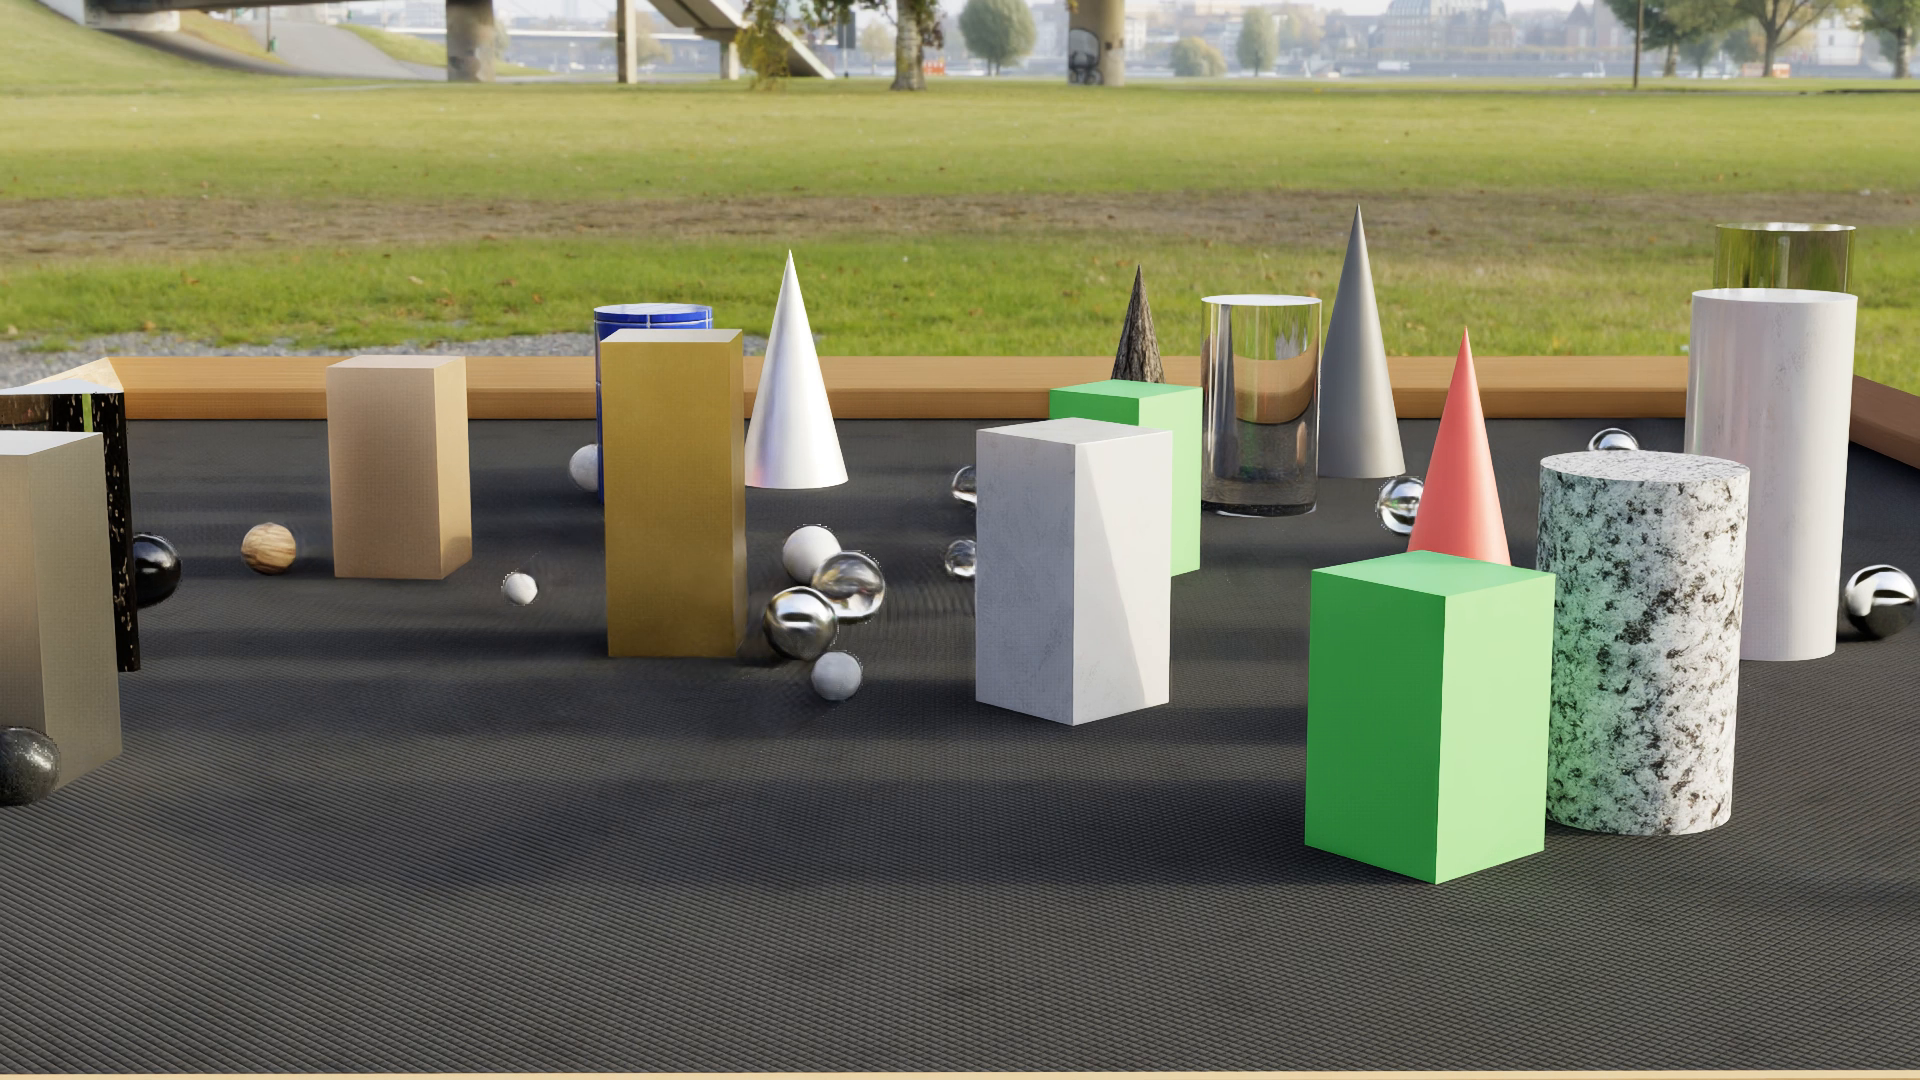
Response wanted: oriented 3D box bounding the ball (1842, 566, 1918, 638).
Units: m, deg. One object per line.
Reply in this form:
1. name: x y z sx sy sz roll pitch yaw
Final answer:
1. ball: 1.184 0.079 3.303 0.093 0.093 0.093 0 10 0

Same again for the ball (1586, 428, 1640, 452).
1. ball: 1.154 -0.150 4.533 0.095 0.095 0.095 0 10 0

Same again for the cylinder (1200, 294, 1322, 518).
1. cylinder: 0.496 -0.225 4.249 0.197 0.346 0.197 0 10 0

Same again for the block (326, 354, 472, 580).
1. block: -0.814 -0.109 3.735 0.158 0.304 0.158 1 11 5

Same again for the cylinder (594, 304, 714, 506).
1. cylinder: -0.511 -0.225 4.305 0.197 0.326 0.197 0 10 0

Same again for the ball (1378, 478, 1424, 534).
1. ball: 0.701 -0.054 4.034 0.089 0.089 0.089 0 10 0

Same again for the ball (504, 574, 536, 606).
1. ball: -0.600 0.067 3.500 0.044 0.044 0.044 0 10 0

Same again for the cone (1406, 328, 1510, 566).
1. cone: 0.549 -0.013 2.825 0.197 0.448 0.197 0 10 0

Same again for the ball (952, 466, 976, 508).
1. ball: 0.022 -0.089 4.274 0.070 0.070 0.070 0 10 0

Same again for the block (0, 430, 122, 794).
1. block: -0.988 0.070 2.656 0.158 0.346 0.158 2 11 8

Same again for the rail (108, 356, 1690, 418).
1. rail: -0.011 -0.314 5.323 3.521 0.128 0.045 0 10 0

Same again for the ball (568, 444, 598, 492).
1. ball: -0.635 -0.124 4.429 0.081 0.081 0.081 0 10 0

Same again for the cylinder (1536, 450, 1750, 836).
1. cylinder: 0.664 0.096 2.521 0.197 0.343 0.197 0 10 0

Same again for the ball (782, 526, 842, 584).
1. ball: -0.210 0.022 3.637 0.083 0.083 0.083 0 10 0

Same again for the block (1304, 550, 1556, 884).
1. block: 0.437 0.160 2.395 0.158 0.265 0.158 -9 14 -40

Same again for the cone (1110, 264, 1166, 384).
1. cone: 0.282 -0.231 4.073 0.197 0.422 0.197 0 10 0

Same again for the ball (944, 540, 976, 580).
1. ball: 0.008 0.029 3.667 0.059 0.059 0.059 0 10 0

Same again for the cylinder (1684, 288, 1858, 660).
1. cylinder: 1.013 -0.086 3.231 0.197 0.444 0.197 0 10 0

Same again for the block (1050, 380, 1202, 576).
1. block: 0.240 -0.087 3.720 0.158 0.267 0.158 8 13 38

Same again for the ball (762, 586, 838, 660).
1. ball: -0.198 0.103 3.173 0.092 0.092 0.092 0 10 0

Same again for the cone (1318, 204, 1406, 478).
1. cone: 0.712 -0.368 4.632 0.197 0.487 0.197 0 10 0

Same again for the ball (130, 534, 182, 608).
1. ball: -1.110 0.042 3.487 0.099 0.099 0.099 0 10 0

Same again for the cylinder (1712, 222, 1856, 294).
1. cylinder: 1.212 -0.219 3.815 0.197 0.492 0.197 0 10 0

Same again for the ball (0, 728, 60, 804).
1. ball: -0.938 0.226 2.557 0.076 0.076 0.076 0 10 0

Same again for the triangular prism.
1. triangular prism: -1.095 -0.020 3.156 0.171 0.341 0.148 -1 11 -7

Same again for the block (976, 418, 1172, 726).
1. block: 0.130 0.031 2.944 0.158 0.317 0.158 -10 14 -42

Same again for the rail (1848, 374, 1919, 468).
1. rail: 1.737 0.031 3.459 0.045 0.128 3.860 0 10 0

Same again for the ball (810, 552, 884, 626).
1. ball: -0.148 0.064 3.369 0.098 0.098 0.098 0 10 0

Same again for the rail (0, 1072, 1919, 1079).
1. rail: 0.011 0.380 1.575 3.521 0.128 0.045 0 10 0

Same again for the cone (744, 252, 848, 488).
1. cone: -0.298 -0.309 4.526 0.197 0.409 0.197 0 10 0

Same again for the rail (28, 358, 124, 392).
1. rail: -1.737 0.035 3.439 0.045 0.128 3.860 0 10 0

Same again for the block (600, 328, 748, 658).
1. block: -0.358 -0.062 3.238 0.158 0.393 0.158 0 10 1

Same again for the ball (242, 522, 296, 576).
1. ball: -0.999 0.013 3.707 0.076 0.076 0.076 0 10 0

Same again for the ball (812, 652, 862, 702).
1. ball: -0.143 0.158 2.974 0.057 0.057 0.057 0 10 0
